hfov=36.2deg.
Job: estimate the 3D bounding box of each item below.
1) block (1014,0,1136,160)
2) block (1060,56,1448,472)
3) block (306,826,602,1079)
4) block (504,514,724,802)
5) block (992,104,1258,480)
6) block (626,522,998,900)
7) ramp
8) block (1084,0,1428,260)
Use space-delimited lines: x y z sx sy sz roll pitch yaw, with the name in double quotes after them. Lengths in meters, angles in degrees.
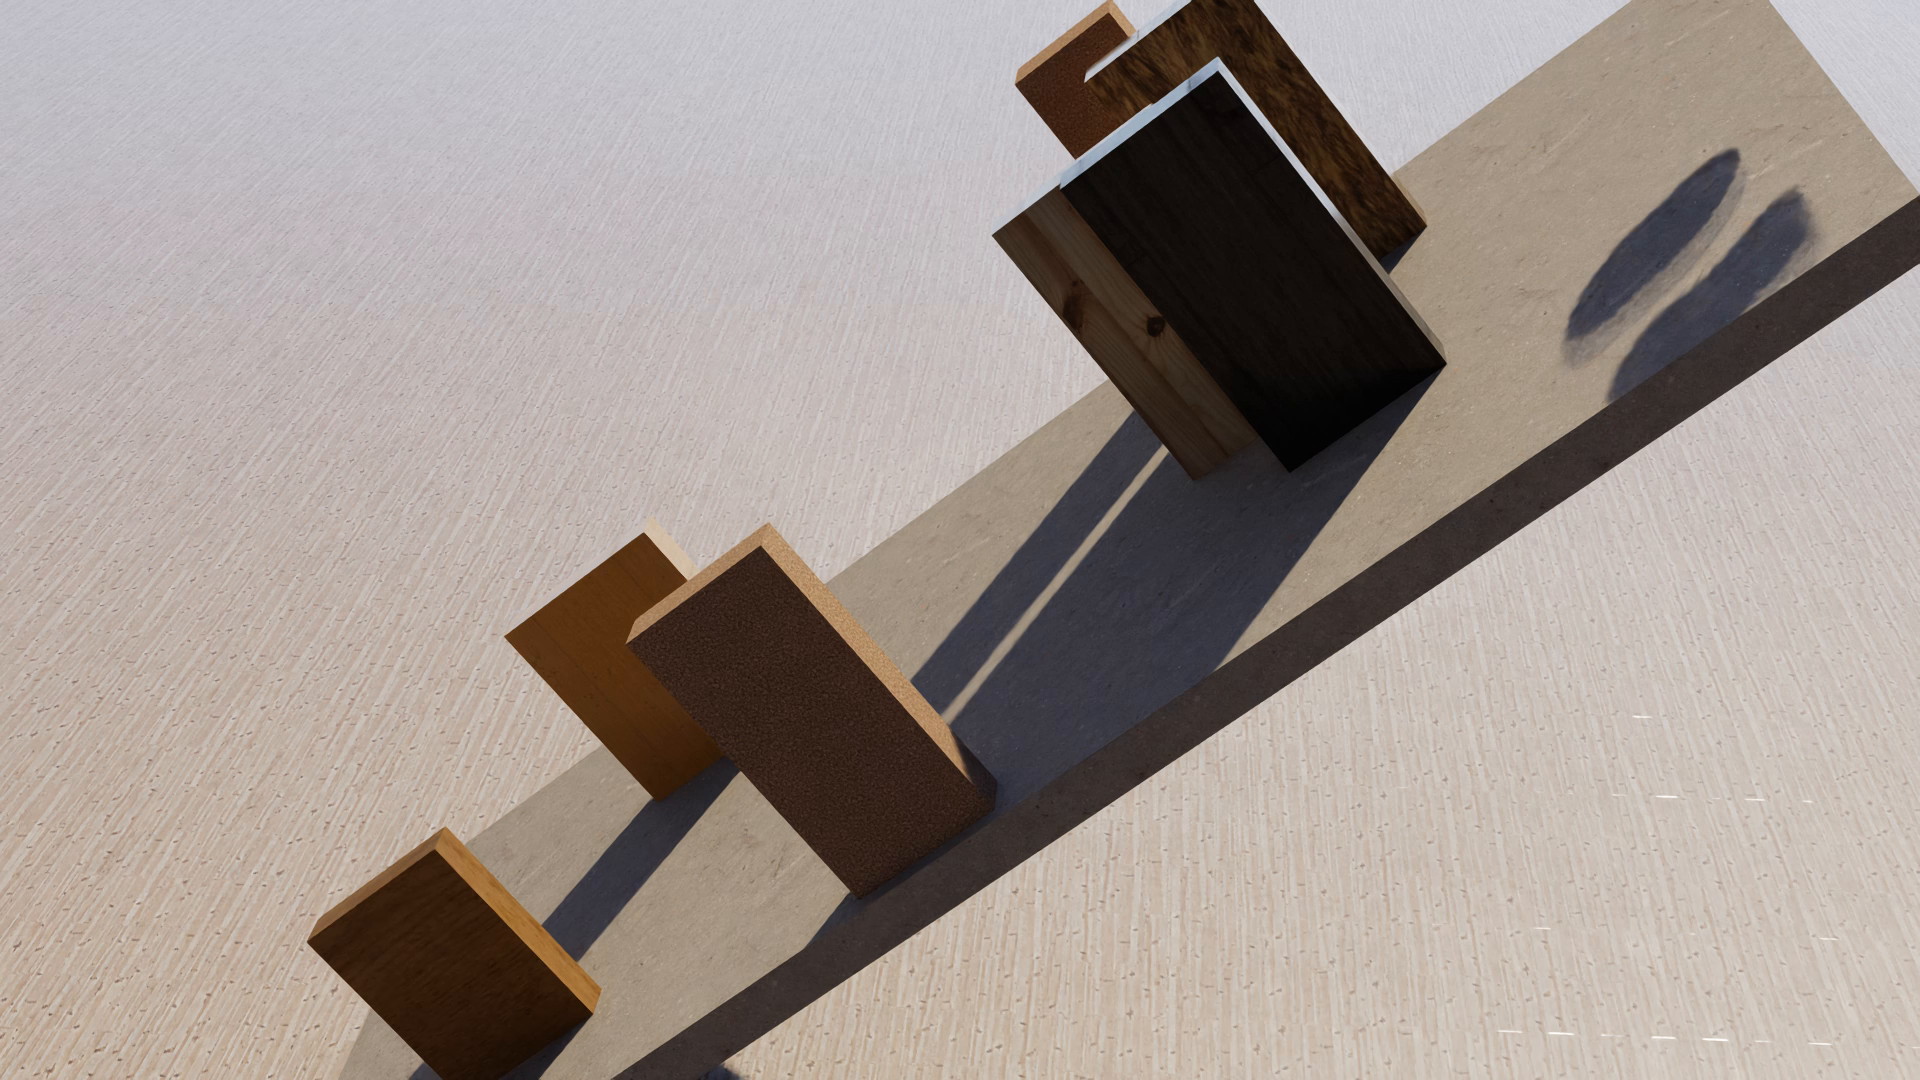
0.469 -0.860 6.787 0.271 0.749 0.141 -36 16 18 "block"
0.568 -0.524 5.674 0.375 0.730 0.108 -36 16 18 "block"
-1.044 0.880 6.081 0.365 0.483 0.095 -36 16 18 "block"
-0.709 0.280 6.825 0.435 0.541 0.097 -36 16 18 "block"
0.436 -0.500 6.017 0.406 0.677 0.092 -36 16 18 "block"
-0.269 0.323 5.443 0.327 0.669 0.107 -36 16 18 "block"
0.122 0.184 6.337 4.000 0.100 2.000 -36 16 18 "ramp"
0.648 -0.858 6.430 0.392 0.711 0.108 -36 16 18 "block"
